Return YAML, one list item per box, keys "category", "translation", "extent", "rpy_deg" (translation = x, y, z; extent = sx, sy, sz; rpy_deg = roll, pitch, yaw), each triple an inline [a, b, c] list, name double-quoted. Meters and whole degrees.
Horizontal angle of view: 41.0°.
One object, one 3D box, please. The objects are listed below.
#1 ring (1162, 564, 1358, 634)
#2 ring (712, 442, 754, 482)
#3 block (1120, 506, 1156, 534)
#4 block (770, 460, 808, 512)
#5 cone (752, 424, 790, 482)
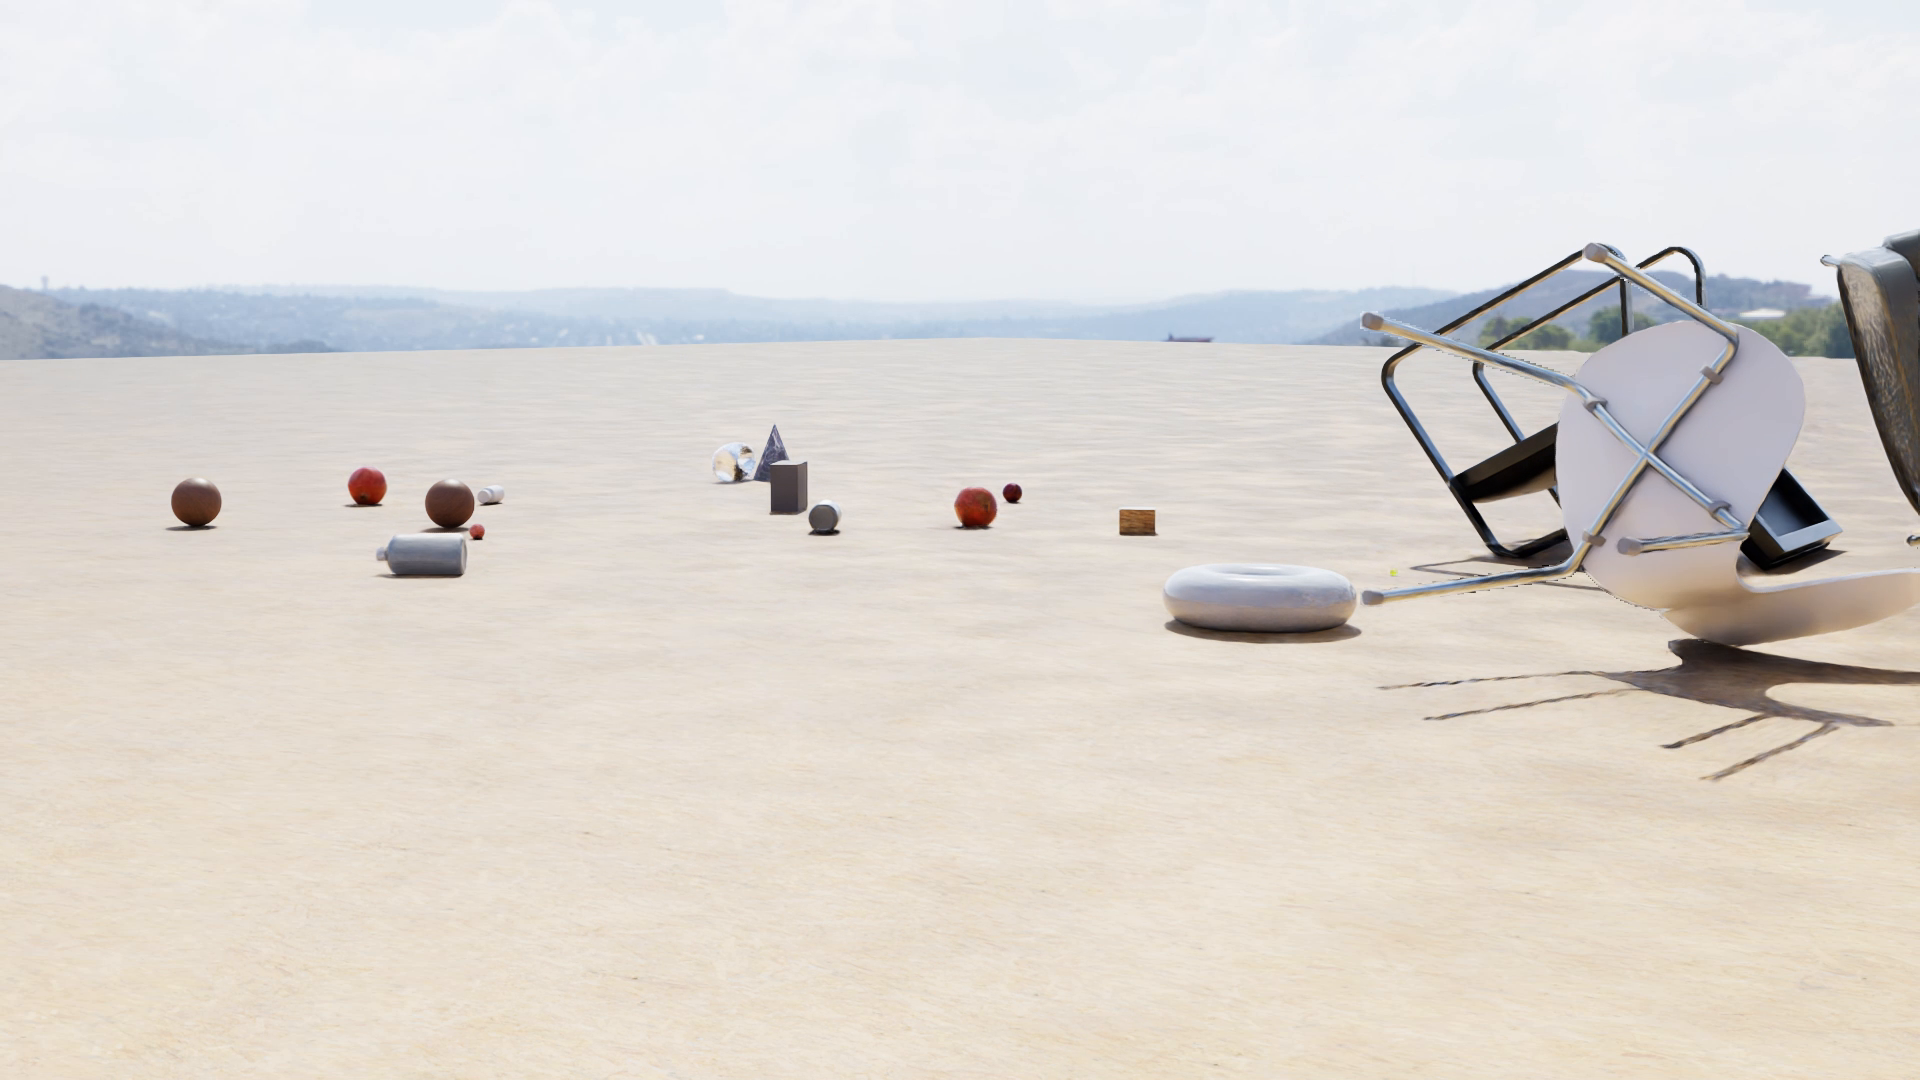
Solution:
- category: "ring"
  translation: [0.565, 0.109, 4.847]
  extent: [0.353, 0.106, 0.387]
  rpy_deg: [-3, 6, -35]
- category: "ring"
  translation: [-0.729, -0.251, 8.269]
  extent: [0.085, 0.123, 0.240]
  rpy_deg: [-14, 8, 17]
- category: "block"
  translation: [0.456, -0.050, 6.590]
  extent: [0.092, 0.063, 0.064]
  rpy_deg: [1, 6, 6]
- category: "block"
  translation: [-0.483, -0.153, 7.260]
  extent: [0.078, 0.131, 0.154]
  rpy_deg: [1, 6, 7]
- category: "cone"
  translation: [-0.600, -0.288, 8.305]
  extent: [0.133, 0.185, 0.157]
  rpy_deg: [5, 8, 40]
